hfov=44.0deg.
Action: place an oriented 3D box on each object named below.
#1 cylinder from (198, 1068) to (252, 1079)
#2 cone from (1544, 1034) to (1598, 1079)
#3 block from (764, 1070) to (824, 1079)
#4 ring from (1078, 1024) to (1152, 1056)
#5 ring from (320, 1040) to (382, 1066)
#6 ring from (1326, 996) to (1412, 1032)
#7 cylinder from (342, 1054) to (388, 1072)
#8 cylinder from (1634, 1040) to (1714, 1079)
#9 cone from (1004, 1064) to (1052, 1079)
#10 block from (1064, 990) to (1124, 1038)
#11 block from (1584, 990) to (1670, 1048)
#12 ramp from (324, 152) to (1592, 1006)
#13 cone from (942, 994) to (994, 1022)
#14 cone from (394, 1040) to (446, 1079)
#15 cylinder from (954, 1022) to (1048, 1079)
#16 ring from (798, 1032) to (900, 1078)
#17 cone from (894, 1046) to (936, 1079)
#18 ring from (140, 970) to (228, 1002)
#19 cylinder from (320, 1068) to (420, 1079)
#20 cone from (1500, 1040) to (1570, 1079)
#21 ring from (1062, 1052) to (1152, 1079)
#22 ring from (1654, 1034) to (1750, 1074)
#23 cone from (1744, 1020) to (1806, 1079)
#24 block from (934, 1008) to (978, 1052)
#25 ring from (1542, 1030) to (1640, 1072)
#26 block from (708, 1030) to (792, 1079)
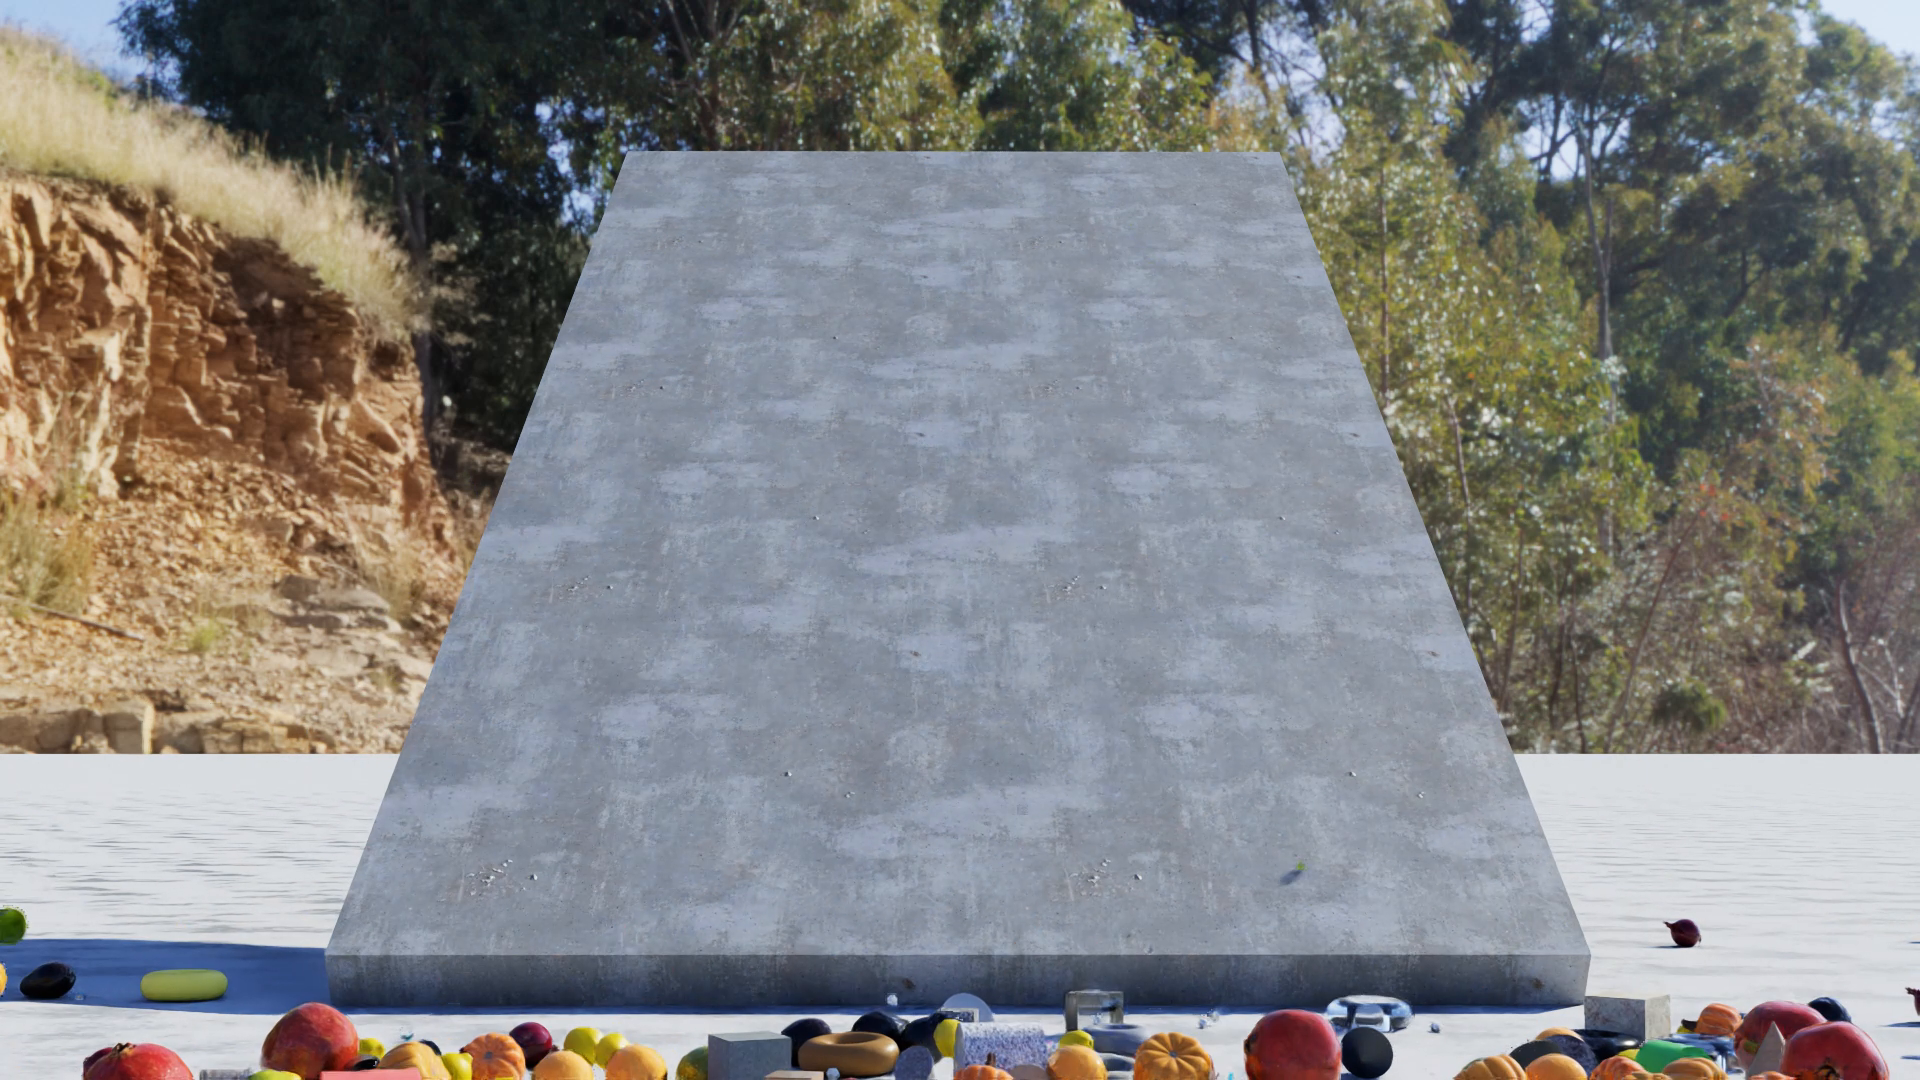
[{"bbox_3d":[-0.816,0.615,2.643,0.054,0.054,0.054,-1,-5,-12],"label":"cylinder"},{"bbox_3d":[0.719,0.641,2.837,0.079,0.079,0.079,-1,-32,13],"label":"cone"},{"bbox_3d":[-0.182,0.612,2.607,0.053,0.053,0.053,-1,-5,11],"label":"block"},{"bbox_3d":[0.209,0.675,3.216,0.103,0.034,0.103,-1,-4,0],"label":"ring"},{"bbox_3d":[-0.795,0.670,3.107,0.080,0.027,0.080,1,-4,0],"label":"ring"},{"bbox_3d":[0.601,0.696,3.492,0.126,0.042,0.126,0,-4,0],"label":"ring"},{"bbox_3d":[-0.688,0.625,2.756,0.053,0.053,0.053,2,-5,-19],"label":"cylinder"},{"bbox_3d":[0.836,0.622,2.783,0.065,0.065,0.065,2,-5,-20],"label":"cylinder"},{"bbox_3d":[0.073,0.633,2.693,0.060,0.060,0.060,1,-32,-8],"label":"cone"},{"bbox_3d":[0.192,0.678,3.403,0.061,0.061,0.061,-4,-6,35],"label":"block"},{"bbox_3d":[0.883,0.644,3.146,0.084,0.084,0.084,-4,-6,38],"label":"block"},{"bbox_3d":[-0.011,-0.225,5.550,2.000,0.100,4.000,0,28,0],"label":"ramp"},{"bbox_3d":[-0.002,0.684,3.317,0.078,0.078,0.078,2,-32,-20],"label":"cone"},{"bbox_3d":[-0.635,0.647,2.866,0.067,0.067,0.067,-2,-32,24],"label":"cone"},{"bbox_3d":[0.046,0.604,2.743,0.094,0.094,0.094,1,-5,-8],"label":"cylinder"},{"bbox_3d":[-0.141,0.653,3.012,0.130,0.043,0.130,-2,-2,0],"label":"ring"},{"bbox_3d":[-0.043,0.652,2.900,0.055,0.055,0.055,-3,-33,33],"label":"cone"},{"bbox_3d":[-1.270,0.729,3.893,0.138,0.046,0.138,0,-6,0],"label":"ring"},{"bbox_3d":[-0.582,0.570,2.344,0.093,0.093,0.093,2,-5,-19],"label":"cylinder"},{"bbox_3d":[0.670,0.630,2.718,0.082,0.082,0.082,0,22,-4],"label":"cone"},{"bbox_3d":[0.174,0.632,2.798,0.109,0.036,0.109,7,4,-1],"label":"ring"},{"bbox_3d":[0.947,0.657,3.045,0.124,0.041,0.124,1,-6,0],"label":"ring"},{"bbox_3d":[0.942,0.603,2.750,0.096,0.096,0.096,0,-5,0],"label":"cone"},{"bbox_3d":[-0.004,0.667,3.235,0.054,0.054,0.054,-1,-5,7],"label":"block"},{"bbox_3d":[0.811,0.658,3.063,0.131,0.044,0.131,1,-5,0],"label":"ring"},{"bbox_3d":[-0.245,0.615,2.763,0.076,0.076,0.076,2,-5,-25],"label":"block"}]
